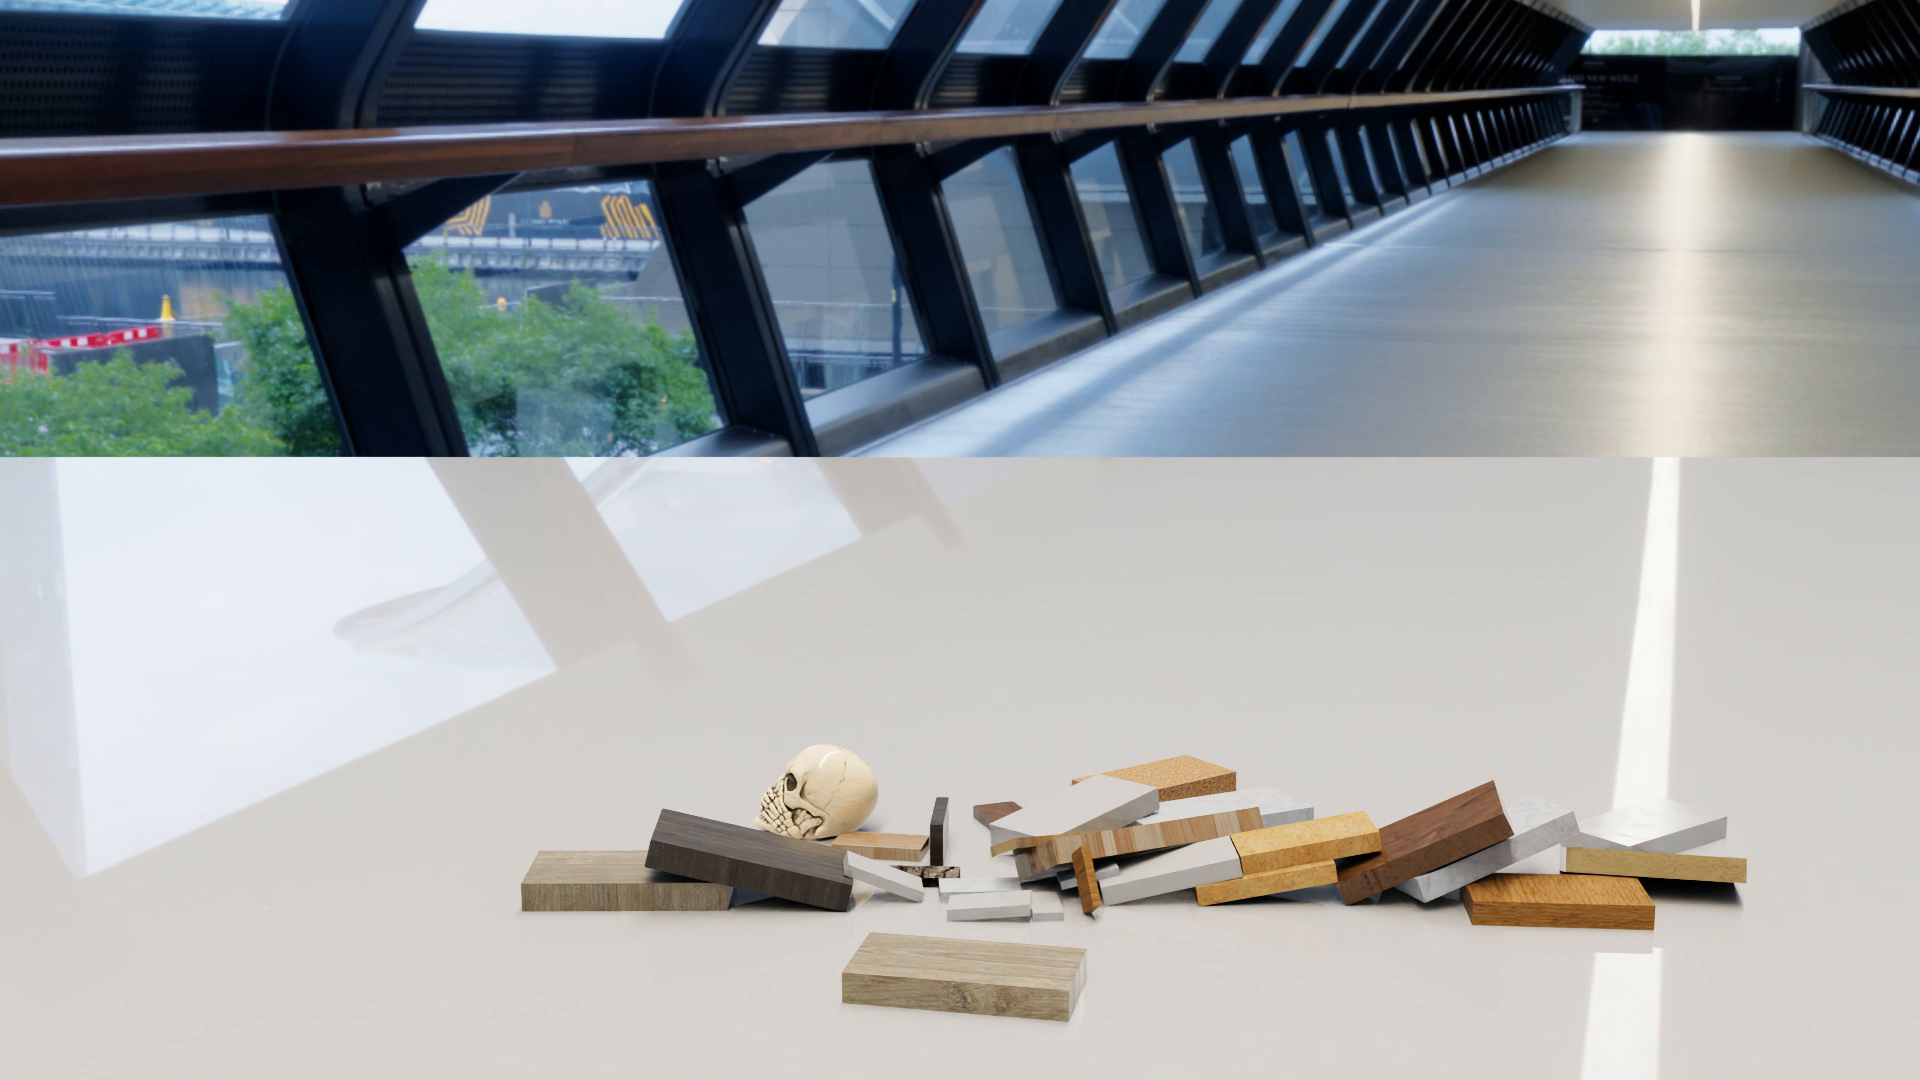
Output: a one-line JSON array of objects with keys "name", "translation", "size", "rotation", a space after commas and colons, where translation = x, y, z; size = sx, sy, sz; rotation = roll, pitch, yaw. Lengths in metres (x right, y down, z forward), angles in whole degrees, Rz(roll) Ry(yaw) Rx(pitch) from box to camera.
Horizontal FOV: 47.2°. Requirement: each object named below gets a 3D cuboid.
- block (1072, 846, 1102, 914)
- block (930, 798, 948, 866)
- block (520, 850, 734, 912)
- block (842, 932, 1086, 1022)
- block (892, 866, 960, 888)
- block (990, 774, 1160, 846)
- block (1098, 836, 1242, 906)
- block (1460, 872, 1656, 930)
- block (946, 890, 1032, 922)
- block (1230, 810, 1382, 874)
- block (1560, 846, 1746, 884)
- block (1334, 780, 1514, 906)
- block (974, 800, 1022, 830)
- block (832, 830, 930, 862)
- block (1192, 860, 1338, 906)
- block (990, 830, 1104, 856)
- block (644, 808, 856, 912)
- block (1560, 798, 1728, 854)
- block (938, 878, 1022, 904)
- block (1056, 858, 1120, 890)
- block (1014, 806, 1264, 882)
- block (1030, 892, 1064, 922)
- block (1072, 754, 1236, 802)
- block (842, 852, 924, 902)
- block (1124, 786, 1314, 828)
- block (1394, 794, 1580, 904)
[{"name": "block", "translation": [0.205, 0.552, 3.573], "size": [0.014, 0.100, 0.050], "rotation": [-4, -23, -18]}, {"name": "block", "translation": [-0.036, 0.514, 3.862], "size": [0.023, 0.080, 0.159], "rotation": [1, 11, 3]}, {"name": "block", "translation": [-0.548, 0.567, 3.665], "size": [0.335, 0.047, 0.167], "rotation": [0, 11, -1]}, {"name": "block", "translation": [0.009, 0.644, 3.250], "size": [0.335, 0.047, 0.167], "rotation": [2, 11, 12]}, {"name": "block", "translation": [-0.062, 0.570, 3.728], "size": [0.121, 0.017, 0.060], "rotation": [1, 11, 4]}, {"name": "block", "translation": [0.206, 0.493, 3.919], "size": [0.289, 0.041, 0.144], "rotation": [-18, 18, -42]}, {"name": "block", "translation": [0.346, 0.550, 3.661], "size": [0.231, 0.033, 0.116], "rotation": [-12, 11, 1]}, {"name": "block", "translation": [0.969, 0.586, 3.578], "size": [0.285, 0.040, 0.143], "rotation": [1, 11, 5]}, {"name": "block", "translation": [0.048, 0.592, 3.565], "size": [0.134, 0.019, 0.067], "rotation": [-5, 11, 6]}, {"name": "block", "translation": [0.576, 0.505, 3.674], "size": [0.231, 0.033, 0.116], "rotation": [-10, 11, 0]}, {"name": "block", "translation": [1.159, 0.545, 3.689], "size": [0.285, 0.040, 0.143], "rotation": [2, -7, 11]}, {"name": "block", "translation": [0.763, 0.501, 3.644], "size": [0.296, 0.042, 0.148], "rotation": [-26, 10, 13]}, {"name": "block", "translation": [0.091, 0.514, 4.017], "size": [0.080, 0.023, 0.159], "rotation": [-4, 11, -21]}, {"name": "block", "translation": [-0.139, 0.540, 3.879], "size": [0.159, 0.023, 0.080], "rotation": [2, 11, 10]}, {"name": "block", "translation": [0.502, 0.555, 3.660], "size": [0.231, 0.033, 0.116], "rotation": [-10, 11, 0]}, {"name": "block", "translation": [0.196, 0.516, 3.766], "size": [0.350, 0.017, 0.060], "rotation": [3, -21, -45]}, {"name": "block", "translation": [-0.344, 0.530, 3.648], "size": [0.335, 0.047, 0.167], "rotation": [13, 10, -4]}, {"name": "block", "translation": [1.223, 0.521, 3.928], "size": [0.285, 0.040, 0.143], "rotation": [-8, 13, -36]}, {"name": "block", "translation": [0.033, 0.582, 3.658], "size": [0.134, 0.019, 0.067], "rotation": [-1, 11, -3]}, {"name": "block", "translation": [0.213, 0.556, 3.659], "size": [0.100, 0.014, 0.050], "rotation": [-13, 11, -4]}, {"name": "block", "translation": [0.307, 0.519, 3.754], "size": [0.407, 0.042, 0.148], "rotation": [-5, -17, -26]}, {"name": "block", "translation": [0.138, 0.598, 3.588], "size": [0.050, 0.014, 0.100], "rotation": [-1, 11, -5]}, {"name": "block", "translation": [0.372, 0.470, 4.203], "size": [0.289, 0.041, 0.144], "rotation": [-8, 13, -35]}, {"name": "block", "translation": [-0.127, 0.558, 3.645], "size": [0.134, 0.019, 0.067], "rotation": [22, 9, -9]}, {"name": "block", "translation": [0.463, 0.507, 4.003], "size": [0.333, 0.041, 0.144], "rotation": [-5, 12, -25]}, {"name": "block", "translation": [0.866, 0.514, 3.675], "size": [0.296, 0.042, 0.148], "rotation": [-21, 9, -12]}]
